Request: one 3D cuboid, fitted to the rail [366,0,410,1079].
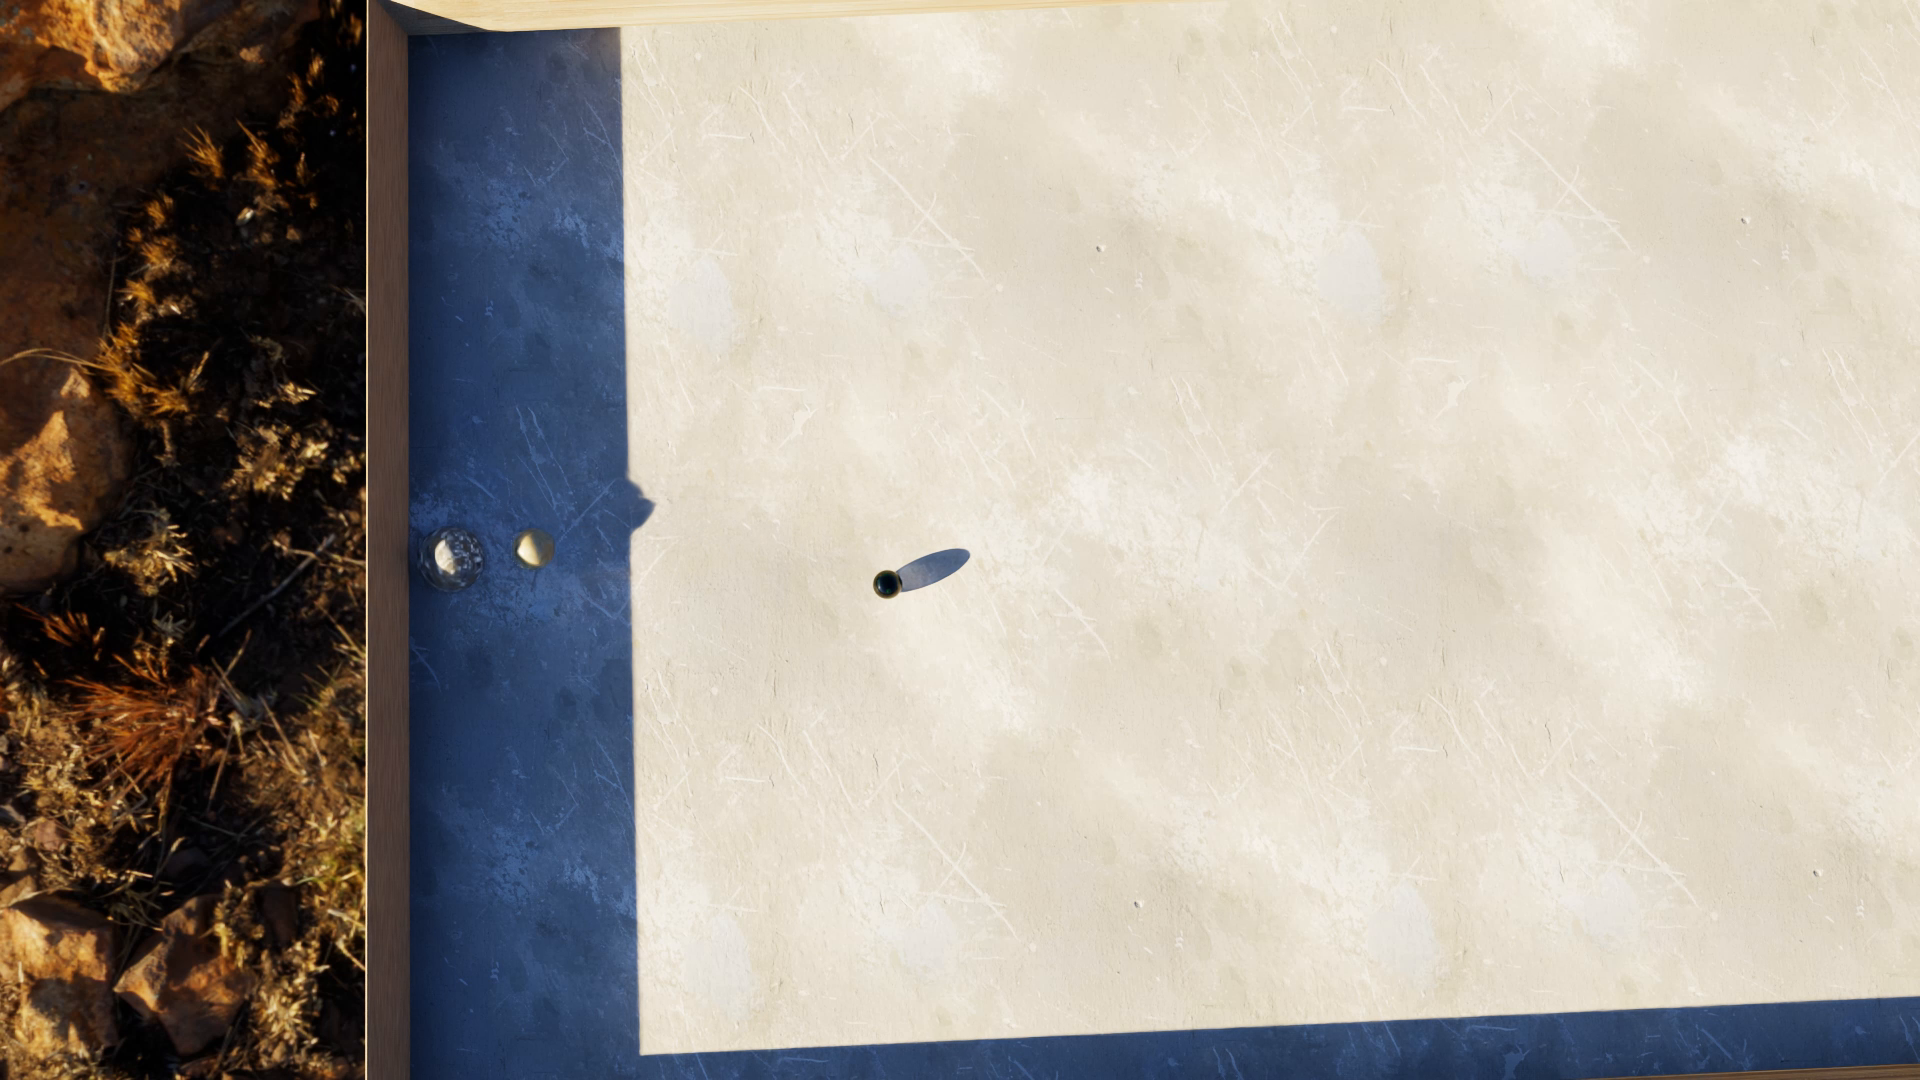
[{"bbox_3d":[-0.837,0.031,3.247,0.045,0.128,1.735,-3,80,0],"label":"rail"}]

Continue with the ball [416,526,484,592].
[{"bbox_3d":[-0.755,0.028,3.263,0.098,0.098,0.098,0,80,0],"label":"ball"}]

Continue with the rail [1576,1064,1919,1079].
[{"bbox_3d":[0.898,0.786,3.115,3.445,0.128,0.045,-3,80,0],"label":"rail"}]

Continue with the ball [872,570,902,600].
[{"bbox_3d":[-0.108,0.067,3.284,0.045,0.045,0.045,0,80,0],"label":"ball"}]

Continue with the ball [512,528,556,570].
[{"bbox_3d":[-0.636,0.013,3.284,0.063,0.063,0.063,0,80,0],"label":"ball"}]

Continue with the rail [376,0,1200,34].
[{"bbox_3d":[0.822,-0.875,3.405,3.445,0.128,0.045,-3,80,0],"label":"rail"}]
